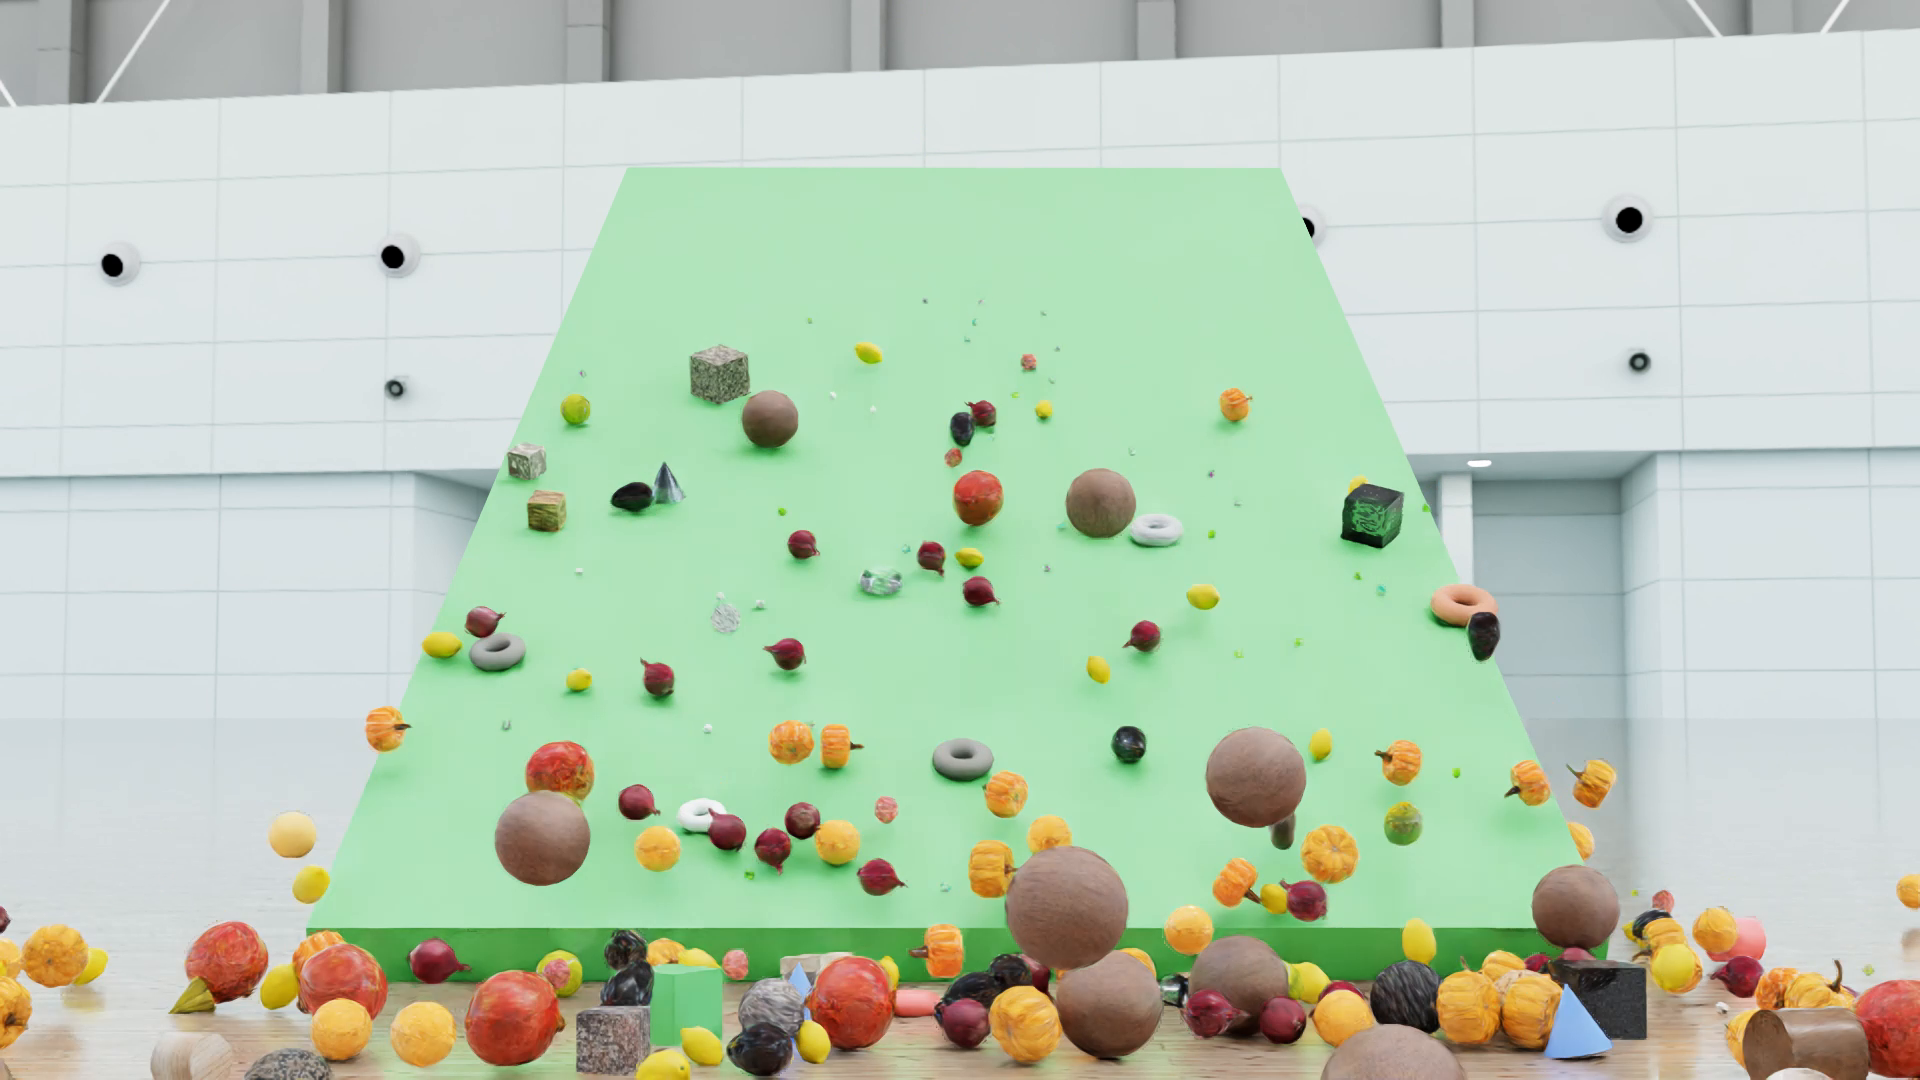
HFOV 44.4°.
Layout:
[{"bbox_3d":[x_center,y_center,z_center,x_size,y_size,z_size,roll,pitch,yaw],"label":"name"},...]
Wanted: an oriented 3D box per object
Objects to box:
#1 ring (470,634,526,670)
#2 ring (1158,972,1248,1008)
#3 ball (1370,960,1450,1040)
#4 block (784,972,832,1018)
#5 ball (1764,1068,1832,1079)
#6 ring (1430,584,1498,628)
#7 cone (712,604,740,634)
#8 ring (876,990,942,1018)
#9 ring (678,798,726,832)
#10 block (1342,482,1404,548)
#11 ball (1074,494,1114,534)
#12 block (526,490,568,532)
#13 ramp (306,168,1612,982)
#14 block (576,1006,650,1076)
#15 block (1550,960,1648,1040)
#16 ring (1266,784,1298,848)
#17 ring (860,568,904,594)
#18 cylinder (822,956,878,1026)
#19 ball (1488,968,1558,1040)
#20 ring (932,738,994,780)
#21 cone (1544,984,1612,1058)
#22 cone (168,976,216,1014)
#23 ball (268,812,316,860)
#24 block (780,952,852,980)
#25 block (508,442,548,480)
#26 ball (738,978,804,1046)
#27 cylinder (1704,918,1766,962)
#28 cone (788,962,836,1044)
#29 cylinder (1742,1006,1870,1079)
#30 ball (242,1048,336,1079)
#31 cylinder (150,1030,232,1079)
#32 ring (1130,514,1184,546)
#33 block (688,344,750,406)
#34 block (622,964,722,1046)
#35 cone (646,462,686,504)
[{"bbox_3d":[-0.857,0.207,4.359,0.106,0.035,0.106,-3,27,2],"label":"ring"},{"bbox_3d":[0.346,0.641,3.349,0.130,0.043,0.130,-1,-4,0],"label":"ring"},{"bbox_3d":[0.573,0.587,2.999,0.099,0.099,0.099,0,-4,0],"label":"ball"},{"bbox_3d":[-0.205,0.605,3.081,0.054,0.054,0.054,-1,29,17],"label":"block"},{"bbox_3d":[0.768,0.528,2.147,0.092,0.092,0.092,0,-4,0],"label":"ball"},{"bbox_3d":[0.970,0.126,4.529,0.128,0.043,0.128,3,28,-2],"label":"ring"},{"bbox_3d":[-0.447,0.150,4.492,0.056,0.056,0.056,0,-1,-5],"label":"cone"},{"bbox_3d":[-0.071,0.639,3.246,0.093,0.031,0.093,1,-5,0],"label":"ring"},{"bbox_3d":[-0.424,0.452,3.863,0.081,0.027,0.081,1,25,0],"label":"ring"},{"bbox_3d":[0.849,-0.050,4.838,0.092,0.092,0.092,16,30,29],"label":"block"},{"bbox_3d":[0.276,-0.053,4.854,0.081,0.081,0.081,0,-4,0],"label":"ball"},{"bbox_3d":[-0.857,-0.060,4.882,0.064,0.064,0.064,3,26,7],"label":"block"},{"bbox_3d":[-0.009,-0.229,5.426,2.000,0.100,4.000,0,26,0],"label":"ramp"},{"bbox_3d":[-0.403,0.583,2.740,0.069,0.069,0.069,0,-4,6],"label":"block"},{"bbox_3d":[0.823,0.594,3.034,0.091,0.091,0.091,1,-4,-10],"label":"block"},{"bbox_3d":[0.512,0.441,3.746,0.035,0.106,0.106,15,-1,11],"label":"ring"},{"bbox_3d":[-0.155,0.080,4.635,0.088,0.029,0.088,1,26,-1],"label":"ring"},{"bbox_3d":[-0.161,0.611,3.170,0.075,0.075,0.075,-2,16,24],"label":"cylinder"},{"bbox_3d":[0.718,0.592,2.998,0.089,0.089,0.089,0,-4,0],"label":"ball"},{"bbox_3d":[0.004,0.374,4.018,0.106,0.035,0.106,1,25,0],"label":"ring"},{"bbox_3d":[0.742,0.578,2.851,0.083,0.083,0.083,-9,-6,-1],"label":"cone"},{"bbox_3d":[-1.070,0.642,3.252,0.057,0.057,0.057,-29,14,-35],"label":"cone"},{"bbox_3d":[-1.105,0.490,3.894,0.077,0.077,0.077,0,-4,0],"label":"ball"},{"bbox_3d":[-0.201,0.622,3.318,0.071,0.071,0.071,-8,-8,35],"label":"block"},{"bbox_3d":[-0.942,-0.171,5.118,0.058,0.058,0.058,13,29,25],"label":"block"},{"bbox_3d":[-0.224,0.562,2.800,0.079,0.079,0.079,0,-4,0],"label":"ball"},{"bbox_3d":[1.285,0.665,3.904,0.071,0.071,0.071,2,-5,-19],"label":"cylinder"},{"bbox_3d":[-0.207,0.589,3.015,0.098,0.098,0.098,0,-4,0],"label":"cone"},{"bbox_3d":[0.917,0.555,2.551,0.093,0.093,0.093,1,-4,-15],"label":"cylinder"},{"bbox_3d":[-0.646,0.536,2.261,0.093,0.093,0.093,0,-4,0],"label":"ball"},{"bbox_3d":[-0.826,0.561,2.529,0.059,0.059,0.059,0,-4,31],"label":"cylinder"},{"bbox_3d":[0.405,-0.021,4.838,0.110,0.037,0.110,-1,27,1],"label":"ring"},{"bbox_3d":[-0.565,-0.389,5.526,0.099,0.099,0.099,22,33,37],"label":"block"},{"bbox_3d":[-0.366,0.591,2.994,0.089,0.089,0.089,-3,-5,36],"label":"block"},{"bbox_3d":[-0.627,-0.131,5.006,0.085,0.085,0.085,0,26,0],"label":"cone"}]
